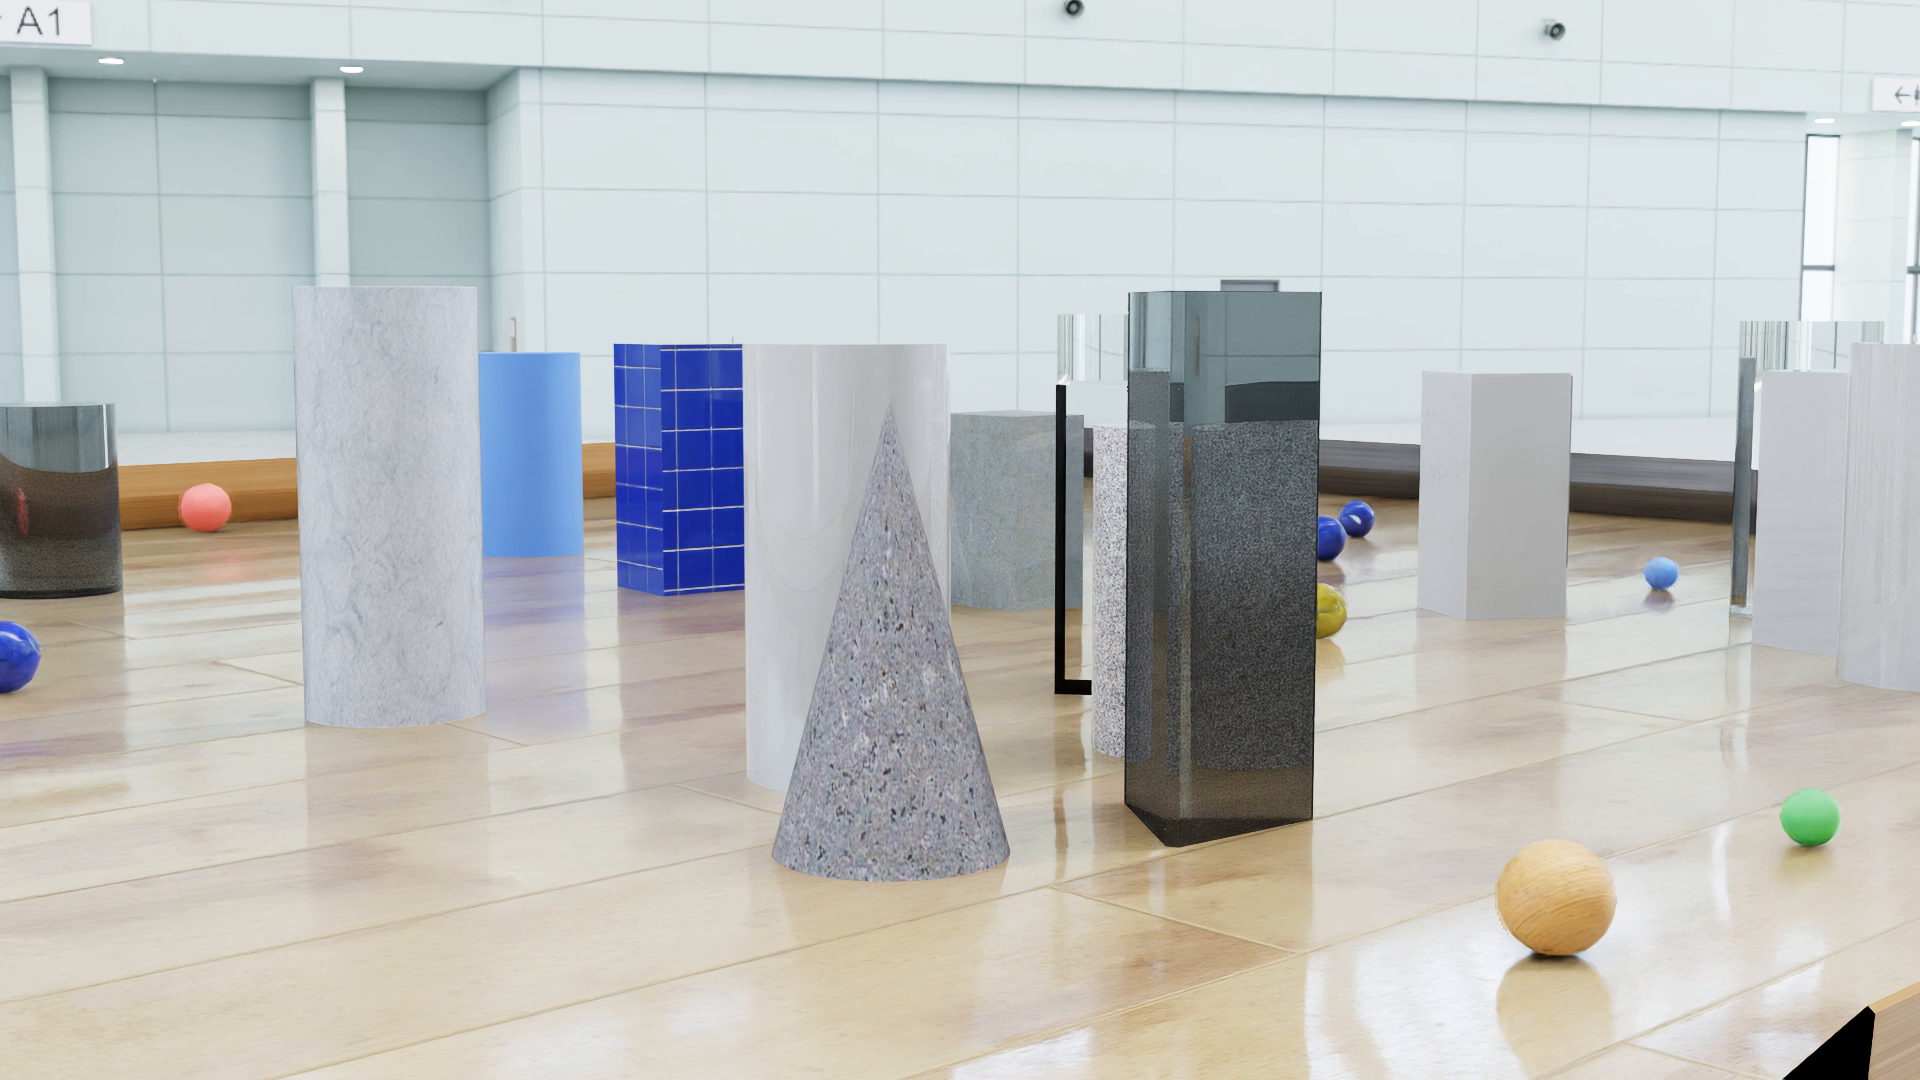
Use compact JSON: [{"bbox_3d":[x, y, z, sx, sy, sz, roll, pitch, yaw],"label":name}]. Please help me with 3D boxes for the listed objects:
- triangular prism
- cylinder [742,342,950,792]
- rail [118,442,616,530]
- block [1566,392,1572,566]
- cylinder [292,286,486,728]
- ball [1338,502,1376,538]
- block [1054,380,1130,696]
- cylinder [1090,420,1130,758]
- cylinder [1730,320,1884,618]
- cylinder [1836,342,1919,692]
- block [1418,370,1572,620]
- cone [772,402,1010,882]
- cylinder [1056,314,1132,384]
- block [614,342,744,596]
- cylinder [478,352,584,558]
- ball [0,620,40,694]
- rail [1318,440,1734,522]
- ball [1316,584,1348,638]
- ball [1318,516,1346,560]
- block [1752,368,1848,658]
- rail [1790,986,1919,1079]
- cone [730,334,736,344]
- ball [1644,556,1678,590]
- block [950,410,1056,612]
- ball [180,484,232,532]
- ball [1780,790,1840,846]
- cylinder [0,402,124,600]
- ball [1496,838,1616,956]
[{"bbox_3d":[0.198,0.015,1.916,0.170,0.460,0.148,-5,8,-38],"label":"triangular prism"},{"bbox_3d":[-0.107,0.019,2.100,0.197,0.414,0.197,0,6,0],"label":"cylinder"},{"bbox_3d":[-1.341,-0.118,4.777,4.128,0.128,0.045,-5,8,-42],"label":"rail"},{"bbox_3d":[0.947,-0.118,3.808,0.157,0.332,0.157,5,8,42],"label":"block"},{"bbox_3d":[-0.628,-0.043,2.426,0.197,0.469,0.197,0,6,0],"label":"cylinder"},{"bbox_3d":[0.781,-0.041,4.326,0.071,0.071,0.071,0,6,0],"label":"ball"},{"bbox_3d":[0.200,-0.006,2.605,0.157,0.359,0.157,1,6,9],"label":"block"},{"bbox_3d":[0.233,0.047,2.243,0.197,0.329,0.197,0,6,0],"label":"cylinder"},{"bbox_3d":[1.236,-0.105,3.215,0.197,0.429,0.197,0,6,0],"label":"cylinder"},{"bbox_3d":[1.166,-0.033,2.641,0.197,0.405,0.197,0,6,0],"label":"cylinder"},{"bbox_3d":[0.785,-0.070,3.240,0.157,0.355,0.157,-2,6,-14],"label":"block"},{"bbox_3d":[-0.057,0.071,1.797,0.197,0.373,0.197,0,6,0],"label":"cone"},{"bbox_3d":[0.298,-0.247,4.541,0.197,0.436,0.197,0,6,0],"label":"cylinder"},{"bbox_3d":[-0.445,-0.118,3.522,0.157,0.391,0.157,-4,7,-36],"label":"block"},{"bbox_3d":[-0.796,-0.161,4.052,0.197,0.367,0.197,0,6,0],"label":"cylinder"},{"bbox_3d":[-1.116,0.136,2.560,0.086,0.086,0.086,0,6,0],"label":"ball"},{"bbox_3d":[1.499,-0.110,4.708,0.045,0.128,4.001,-5,8,-42],"label":"rail"},{"bbox_3d":[0.489,0.097,2.988,0.075,0.075,0.075,0,6,0],"label":"ball"},{"bbox_3d":[0.648,-0.002,3.915,0.079,0.079,0.079,0,6,0],"label":"ball"},{"bbox_3d":[1.169,-0.040,2.899,0.157,0.365,0.157,-3,7,-28],"label":"block"},{"bbox_3d":[1.341,0.184,1.887,4.128,0.128,0.045,-5,8,-42],"label":"rail"},{"bbox_3d":[-0.450,-0.210,4.377,0.197,0.398,0.197,0,6,0],"label":"cone"},{"bbox_3d":[1.122,0.053,3.520,0.052,0.052,0.052,0,6,0],"label":"ball"},{"bbox_3d":[0.082,-0.049,3.350,0.157,0.289,0.157,6,8,44],"label":"block"},{"bbox_3d":[-1.519,-0.065,4.429,0.098,0.098,0.098,0,6,0],"label":"ball"},{"bbox_3d":[0.709,0.232,1.833,0.047,0.047,0.047,0,6,0],"label":"ball"},{"bbox_3d":[-1.434,-0.066,3.478,0.197,0.297,0.197,0,6,0],"label":"cylinder"},{"bbox_3d":[0.413,0.247,1.523,0.080,0.080,0.080,0,6,0],"label":"ball"}]
